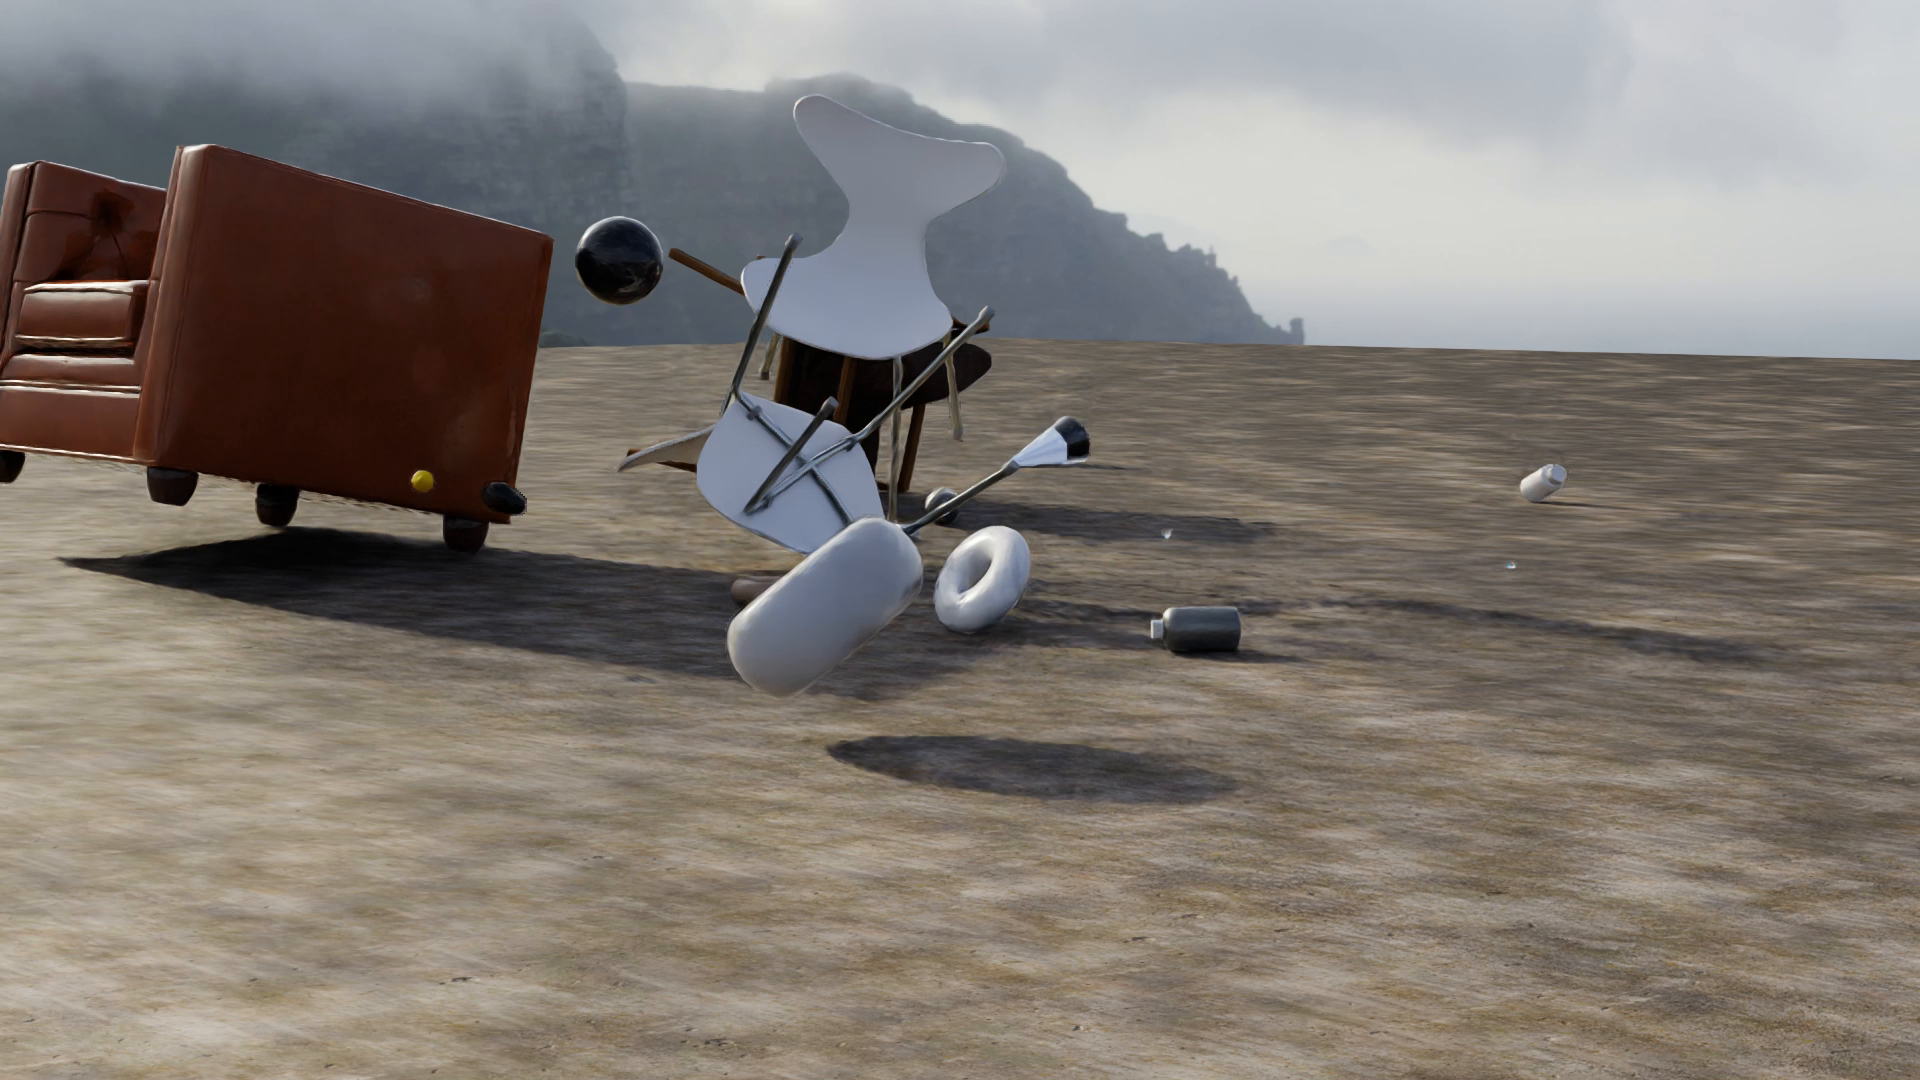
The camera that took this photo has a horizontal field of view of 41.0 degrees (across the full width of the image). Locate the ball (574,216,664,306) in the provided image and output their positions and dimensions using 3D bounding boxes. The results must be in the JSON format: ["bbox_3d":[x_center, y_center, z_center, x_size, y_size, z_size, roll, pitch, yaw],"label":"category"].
[{"bbox_3d":[-0.814,-0.666,6.129,0.212,0.212,0.212,0,6,0],"label":"ball"}]

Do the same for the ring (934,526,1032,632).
[{"bbox_3d":[0.041,0.073,4.842,0.218,0.072,0.358,-41,19,8],"label":"ring"}]

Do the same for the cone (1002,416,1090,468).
[{"bbox_3d":[0.269,-0.302,8.936,0.322,0.173,0.181,-22,25,-32],"label":"cone"}]

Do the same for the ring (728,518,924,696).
[{"bbox_3d":[-0.193,0.096,3.738,0.244,0.144,0.386,-36,3,40],"label":"ring"}]

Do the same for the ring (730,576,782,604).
[{"bbox_3d":[-0.388,0.103,5.176,0.149,0.049,0.125,0,7,-14],"label":"ring"}]
